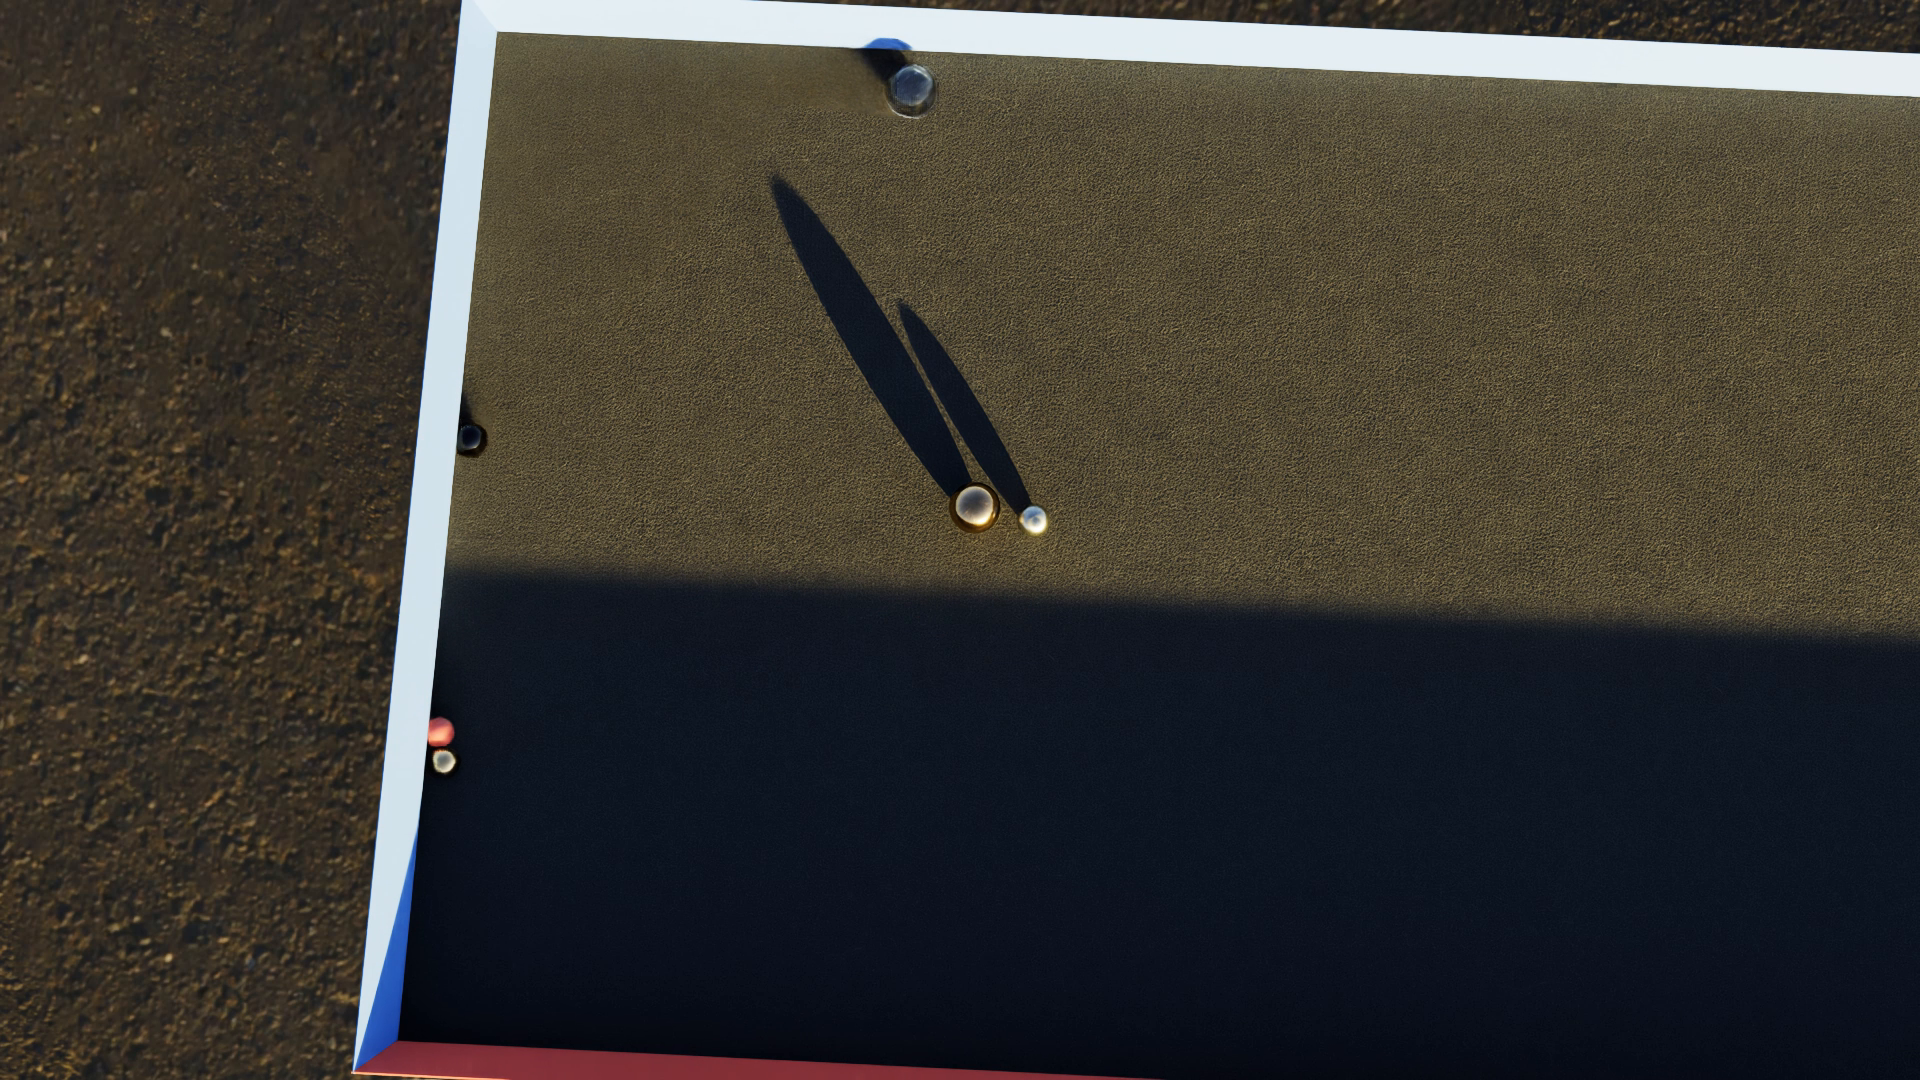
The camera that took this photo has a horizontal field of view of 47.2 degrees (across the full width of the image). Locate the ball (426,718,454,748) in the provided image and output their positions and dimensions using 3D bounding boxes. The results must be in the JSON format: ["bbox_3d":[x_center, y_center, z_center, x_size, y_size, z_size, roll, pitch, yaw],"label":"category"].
[{"bbox_3d":[-0.771,0.285,3.256,0.045,0.045,0.045,0,78,0],"label":"ball"}]

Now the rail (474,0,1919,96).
[{"bbox_3d":[0.849,-0.745,3.434,3.245,0.109,0.045,3,78,1],"label":"rail"}]

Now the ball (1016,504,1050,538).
[{"bbox_3d":[0.111,-0.029,3.317,0.051,0.051,0.051,0,78,0],"label":"ball"}]

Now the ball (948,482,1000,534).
[{"bbox_3d":[0.022,-0.049,3.307,0.078,0.078,0.078,0,78,0],"label":"ball"}]

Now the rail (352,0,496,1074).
[{"bbox_3d":[-0.787,-0.044,3.290,0.045,0.109,1.638,3,78,1],"label":"rail"}]

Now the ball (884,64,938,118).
[{"bbox_3d":[-0.076,-0.702,3.439,0.084,0.084,0.084,0,78,0],"label":"ball"}]

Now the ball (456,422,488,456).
[{"bbox_3d":[-0.744,-0.153,3.342,0.053,0.053,0.053,0,78,0],"label":"ball"}]

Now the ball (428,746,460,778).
[{"bbox_3d":[-0.762,0.329,3.246,0.047,0.047,0.047,0,78,0],"label":"ball"}]

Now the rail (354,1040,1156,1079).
[{"bbox_3d":[0.771,0.811,3.114,3.245,0.109,0.045,3,78,1],"label":"rail"}]
